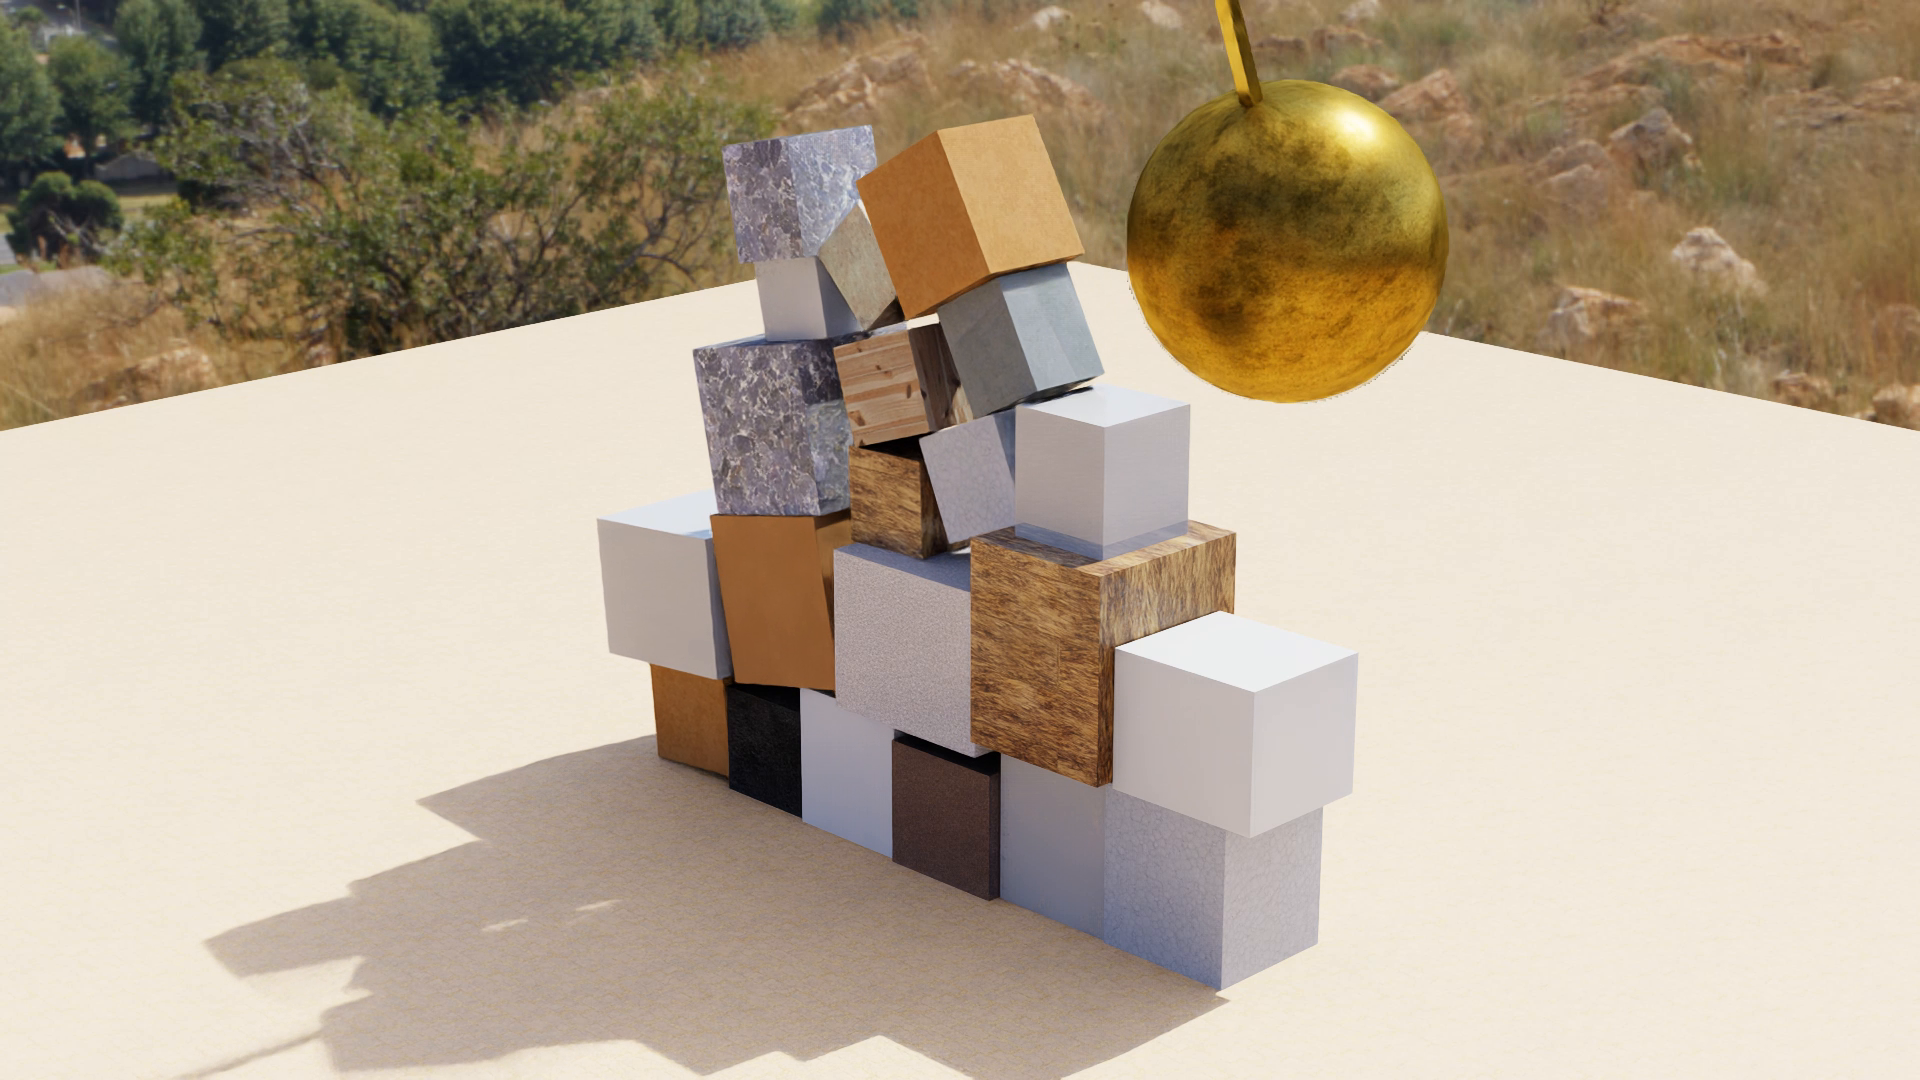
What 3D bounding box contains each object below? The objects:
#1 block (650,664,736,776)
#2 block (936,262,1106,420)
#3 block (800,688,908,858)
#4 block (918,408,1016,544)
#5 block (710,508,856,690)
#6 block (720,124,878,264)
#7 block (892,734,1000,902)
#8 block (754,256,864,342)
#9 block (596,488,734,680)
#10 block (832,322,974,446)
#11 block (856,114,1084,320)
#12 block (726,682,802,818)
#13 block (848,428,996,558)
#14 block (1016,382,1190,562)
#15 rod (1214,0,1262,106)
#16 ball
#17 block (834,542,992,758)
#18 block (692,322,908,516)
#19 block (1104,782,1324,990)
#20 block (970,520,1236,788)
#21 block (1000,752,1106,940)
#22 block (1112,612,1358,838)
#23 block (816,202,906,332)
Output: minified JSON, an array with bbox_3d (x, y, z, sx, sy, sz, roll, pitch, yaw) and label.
[{"bbox_3d":[-1.141,0.804,14.791,0.583,0.547,0.568,-17,19,-42],"label":"block"},{"bbox_3d":[0.263,-0.867,12.791,0.425,0.517,0.428,-17,-4,-42],"label":"block"},{"bbox_3d":[-0.280,1.011,13.973,0.705,0.692,0.640,-17,24,-42],"label":"block"},{"bbox_3d":[0.210,-0.313,13.036,0.463,0.489,0.502,-17,0,-43],"label":"block"},{"bbox_3d":[-0.625,0.216,14.045,0.712,0.822,0.760,-17,12,-42],"label":"block"},{"bbox_3d":[-0.718,-1.603,13.599,0.527,0.544,0.464,-16,12,-43],"label":"block"},{"bbox_3d":[0.163,1.193,13.540,0.720,0.605,0.627,-17,24,-42],"label":"block"},{"bbox_3d":[-0.639,-1.147,13.625,0.404,0.375,0.430,-17,12,-43],"label":"block"},{"bbox_3d":[-1.206,0.199,14.652,0.805,0.700,0.848,-16,19,-42],"label":"block"},{"bbox_3d":[-0.173,-0.723,13.260,0.493,0.463,0.539,-15,4,-40],"label":"block"},{"bbox_3d":[0.042,-1.414,12.845,0.587,0.655,0.592,-17,-5,-42],"label":"block"},{"bbox_3d":[-0.715,0.957,14.398,0.642,0.540,0.552,-17,24,-42],"label":"block"},{"bbox_3d":[-0.163,-0.226,13.431,0.463,0.451,0.502,14,22,43],"label":"block"},{"bbox_3d":[0.612,-0.301,12.591,0.544,0.582,0.513,-17,24,-42],"label":"block"},{"bbox_3d":[0.703,-4.202,12.758,0.080,5.200,0.080,17,46,42],"label":"rod"},{"bbox_3d":[1.623,-1.480,14.577,1.600,1.600,1.600,0,17,0],"label":"ball"},{"bbox_3d":[0.037,0.415,13.439,0.829,0.764,0.905,-17,24,-42],"label":"block"},{"bbox_3d":[-0.705,-0.582,13.917,0.705,0.800,0.745,-17,12,-42],"label":"block"},{"bbox_3d":[1.091,1.394,12.648,0.651,0.756,0.669,-17,24,-42],"label":"block"},{"bbox_3d":[0.623,0.428,12.811,0.878,0.940,0.753,-17,24,-42],"label":"block"},{"bbox_3d":[0.626,1.241,13.092,0.624,0.781,0.632,-17,24,-42],"label":"block"},{"bbox_3d":[1.155,0.762,12.342,0.680,0.635,0.754,-17,24,-42],"label":"block"},{"bbox_3d":[-0.308,-1.266,13.274,0.391,0.445,0.381,-18,-18,-43],"label":"block"}]
